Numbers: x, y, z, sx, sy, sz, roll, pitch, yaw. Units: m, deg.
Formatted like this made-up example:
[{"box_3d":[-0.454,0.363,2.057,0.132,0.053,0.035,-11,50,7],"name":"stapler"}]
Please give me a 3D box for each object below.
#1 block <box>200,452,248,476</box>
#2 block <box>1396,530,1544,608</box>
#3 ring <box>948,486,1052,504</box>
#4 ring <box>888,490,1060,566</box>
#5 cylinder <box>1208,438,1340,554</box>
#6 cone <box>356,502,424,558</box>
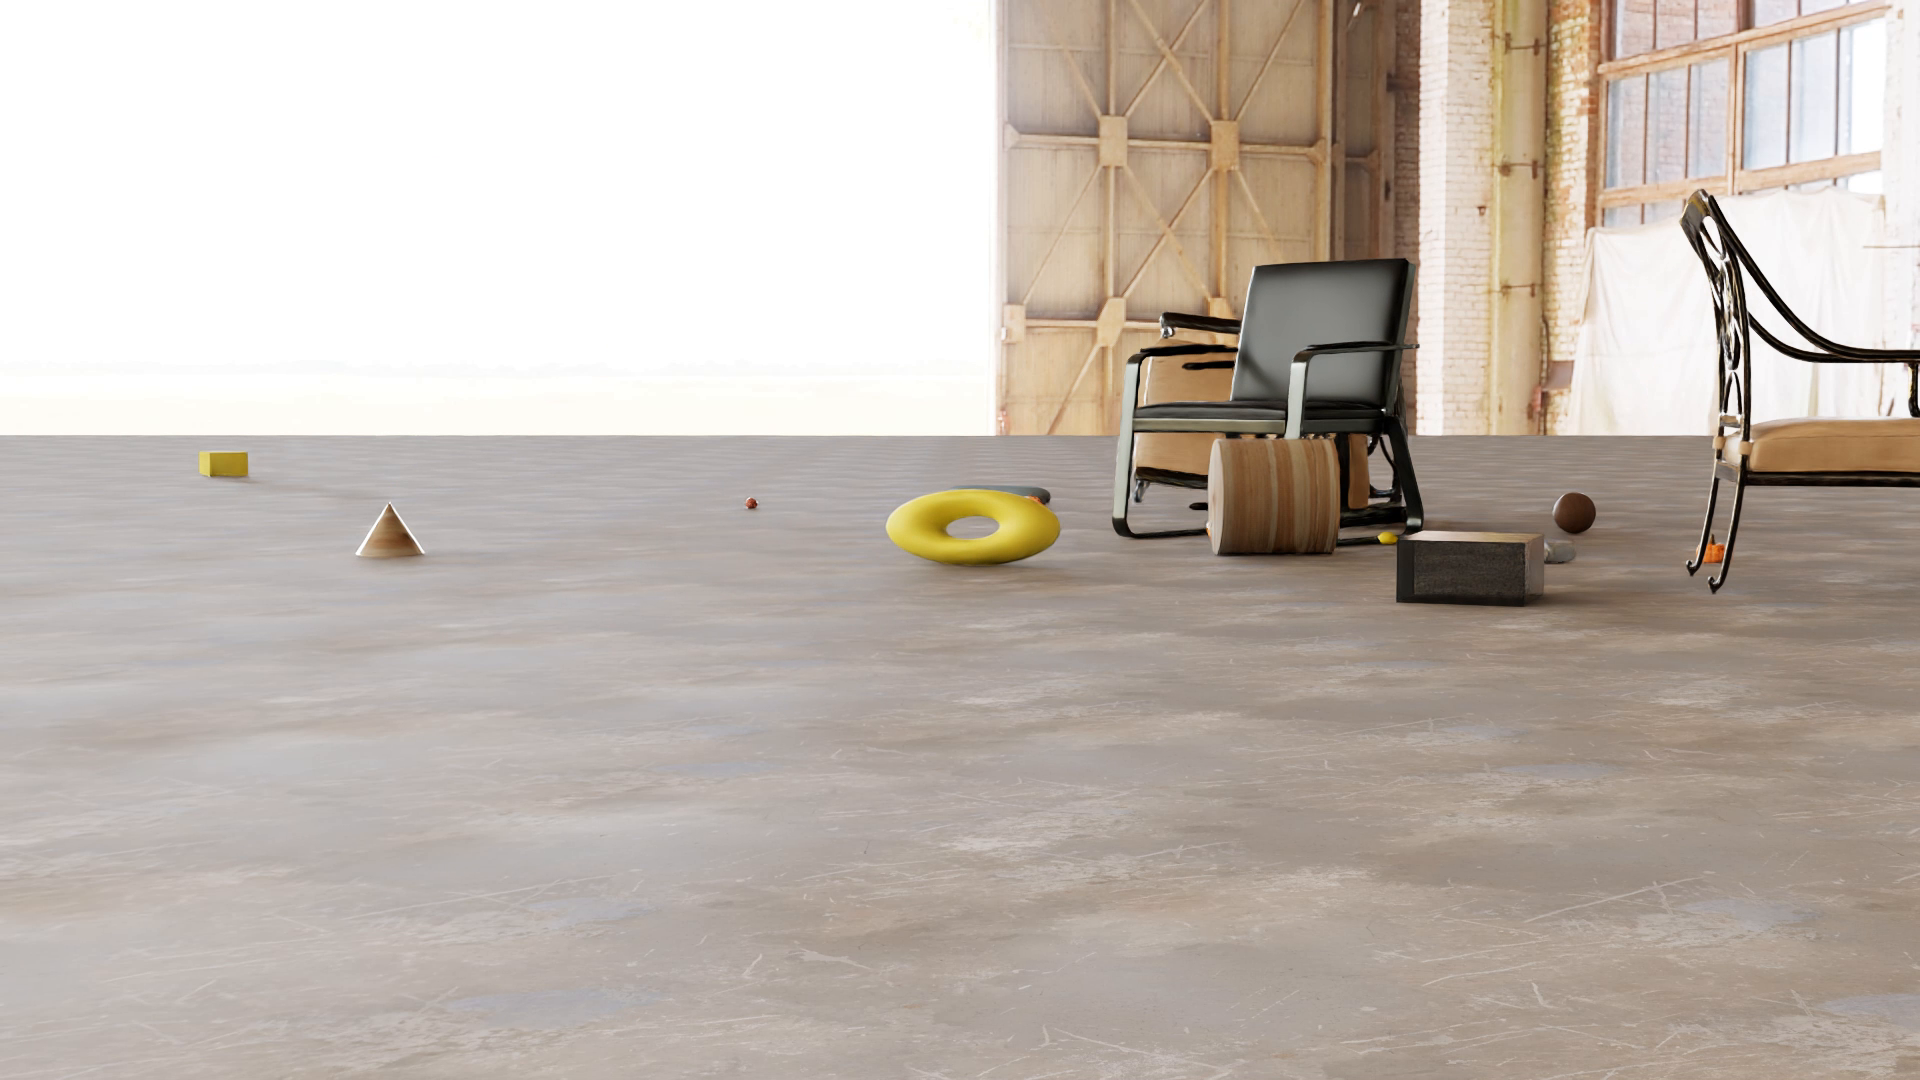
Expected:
[{"box_3d":[-3.847,-0.401,11.499,0.202,0.121,0.157,-3,5,-36],"name":"block"},{"box_3d":[1.098,0.059,4.716,0.264,0.133,0.302,2,4,22],"name":"block"},{"box_3d":[0.142,-0.169,8.455,0.483,0.078,0.200,2,4,36],"name":"ring"},{"box_3d":[0.033,-0.031,5.622,0.465,0.194,0.159,0,-9,20],"name":"ring"},{"box_3d":[0.847,-0.116,5.952,0.312,0.314,0.273,0,2,-2],"name":"cylinder"},{"box_3d":[-1.555,-0.033,5.996,0.182,0.141,0.271,-1,4,-10],"name":"cone"}]
